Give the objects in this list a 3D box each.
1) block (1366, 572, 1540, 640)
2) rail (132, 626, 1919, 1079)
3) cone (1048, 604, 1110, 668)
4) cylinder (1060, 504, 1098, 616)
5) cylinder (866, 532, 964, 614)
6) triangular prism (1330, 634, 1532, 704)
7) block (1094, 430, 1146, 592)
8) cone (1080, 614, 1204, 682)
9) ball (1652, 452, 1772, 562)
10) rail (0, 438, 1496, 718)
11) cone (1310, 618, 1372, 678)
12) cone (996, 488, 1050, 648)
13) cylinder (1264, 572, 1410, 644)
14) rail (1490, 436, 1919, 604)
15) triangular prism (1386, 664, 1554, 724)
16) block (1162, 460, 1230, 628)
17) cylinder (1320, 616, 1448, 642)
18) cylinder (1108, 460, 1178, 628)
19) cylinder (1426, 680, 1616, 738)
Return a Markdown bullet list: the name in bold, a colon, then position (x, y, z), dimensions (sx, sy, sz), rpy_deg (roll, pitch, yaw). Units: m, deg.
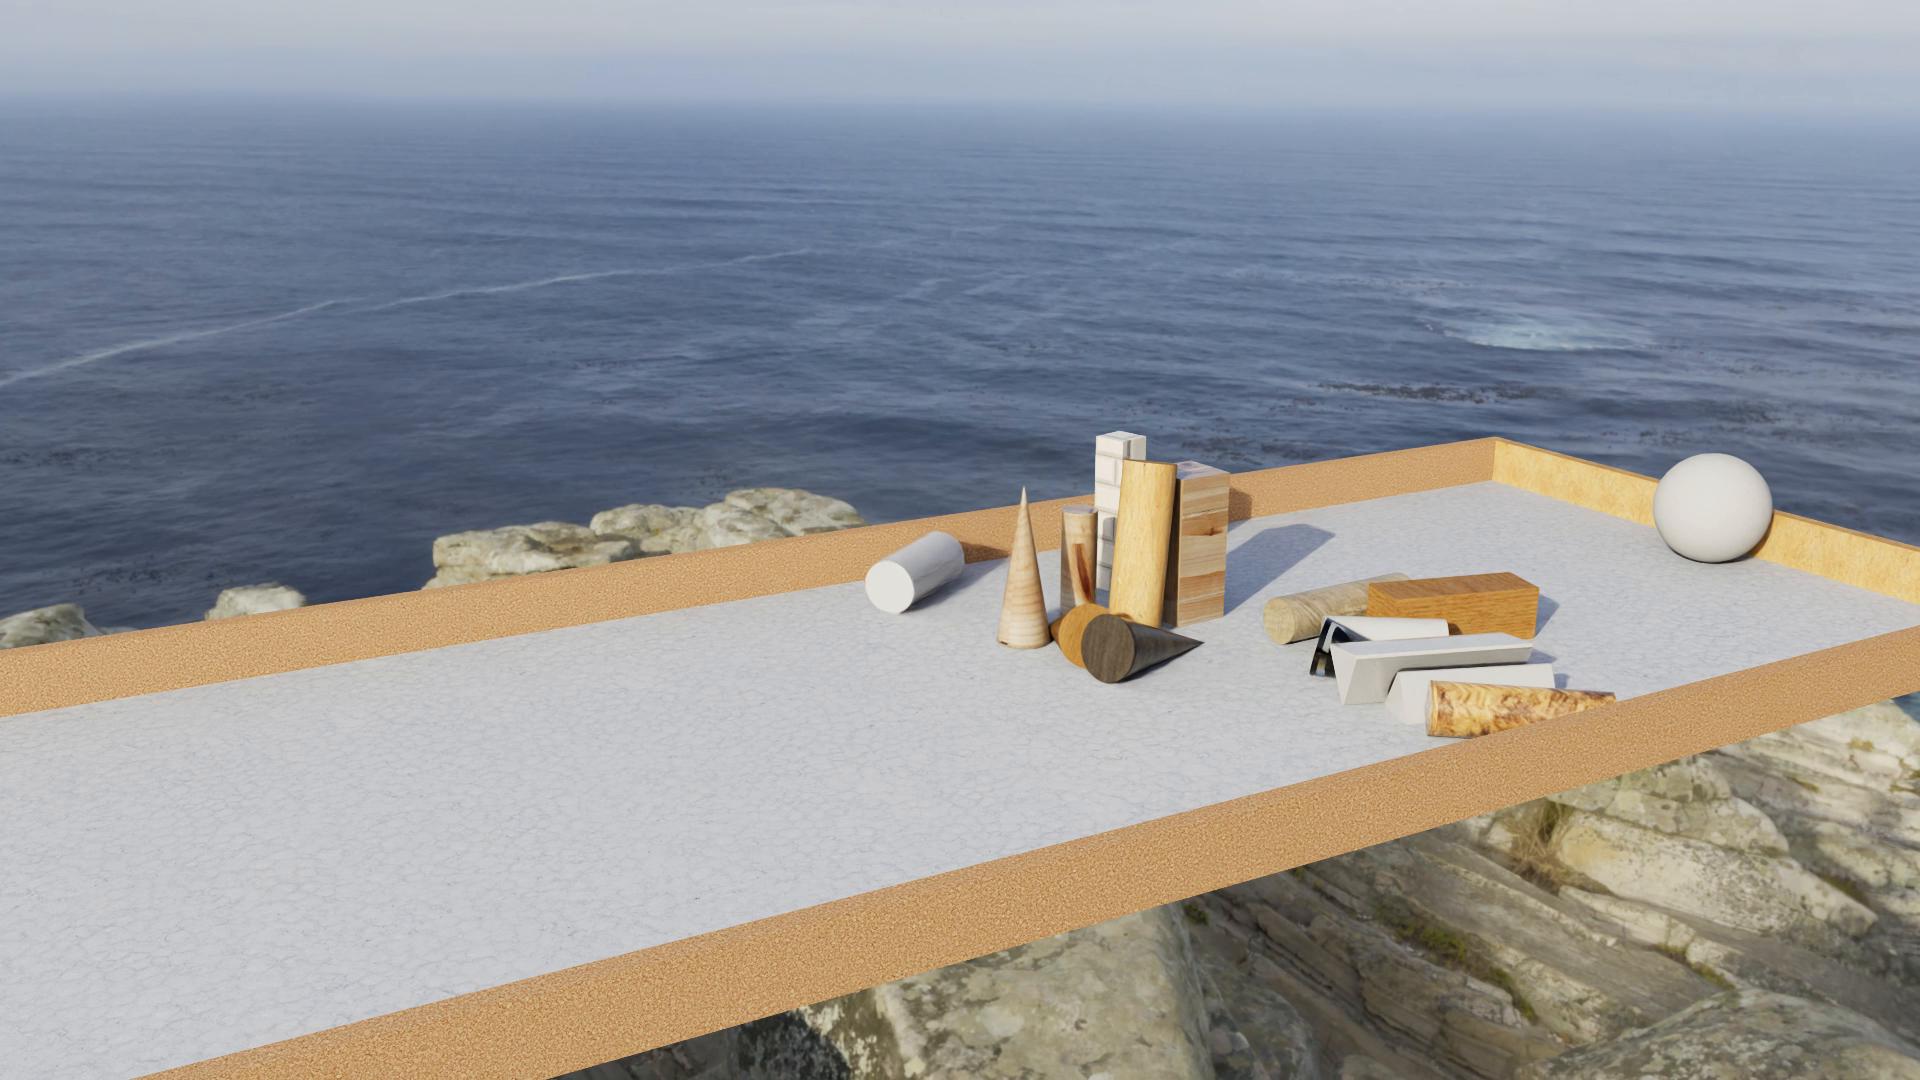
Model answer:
- **block**: position (1.326, 0.191, 4.448), dimensions (0.424, 0.144, 0.144), rpy_deg (-4, 17, -13)
- **rail**: position (-2.336, 1.006, 1.665), dimensions (12.000, 0.150, 0.050), rpy_deg (-9, 18, -27)
- **cone**: position (0.284, 0.242, 4.388), dimensions (0.166, 0.166, 0.327), rpy_deg (-5, 3, -17)
- **cylinder**: position (0.331, 0.063, 4.592), dimensions (0.101, 0.309, 0.101), rpy_deg (0, 16, 0)
- **cylinder**: position (-0.126, 0.091, 4.774), dimensions (0.153, 0.153, 0.333), rpy_deg (8, 18, 24)
- **triangular prism**: position (1.152, 0.291, 4.005), dimensions (0.455, 0.154, 0.133), rpy_deg (-3, -22, -11)
- **block**: position (0.465, -0.080, 4.820), dimensions (0.102, 0.456, 0.102), rpy_deg (-15, 22, -41)
- **cone**: position (0.513, 0.273, 4.274), dimensions (0.410, 0.173, 0.173), rpy_deg (1, 11, -45)
- **ball**: position (2.322, -0.100, 5.093), dimensions (0.339, 0.339, 0.339), rpy_deg (0, 16, 0)
- **rail**: position (-3.305, 0.497, 3.399), dimensions (12.000, 0.150, 0.050), rpy_deg (-9, 18, -27)
- **cone**: position (1.082, 0.323, 4.122), dimensions (0.381, 0.153, 0.153), rpy_deg (17, 21, 16)
- **cone**: position (0.170, 0.060, 4.380), dimensions (0.148, 0.433, 0.148), rpy_deg (0, 16, 0)
- **cylinder**: position (1.042, 0.184, 4.508), dimensions (0.445, 0.125, 0.125), rpy_deg (-9, 19, -29)
- **rail**: position (2.466, -0.048, 5.253), dimensions (0.050, 0.150, 2.100), rpy_deg (-9, 18, -27)
- **triangular prism**: position (1.228, 0.356, 3.945), dimensions (0.385, 0.107, 0.123), rpy_deg (-3, 17, -8)
- **block**: position (0.624, 0.009, 4.584), dimensions (0.164, 0.418, 0.164), rpy_deg (-10, 19, -31)
- **cylinder**: position (1.101, 0.256, 4.285), dimensions (0.309, 0.112, 0.112), rpy_deg (1, 16, 5)
- **cylinder**: position (0.489, 0.019, 4.440), dimensions (0.145, 0.460, 0.145), rpy_deg (5, 6, -1)
- **cylinder**: position (1.280, 0.398, 3.776), dimensions (0.401, 0.128, 0.128), rpy_deg (3, 17, 10)
